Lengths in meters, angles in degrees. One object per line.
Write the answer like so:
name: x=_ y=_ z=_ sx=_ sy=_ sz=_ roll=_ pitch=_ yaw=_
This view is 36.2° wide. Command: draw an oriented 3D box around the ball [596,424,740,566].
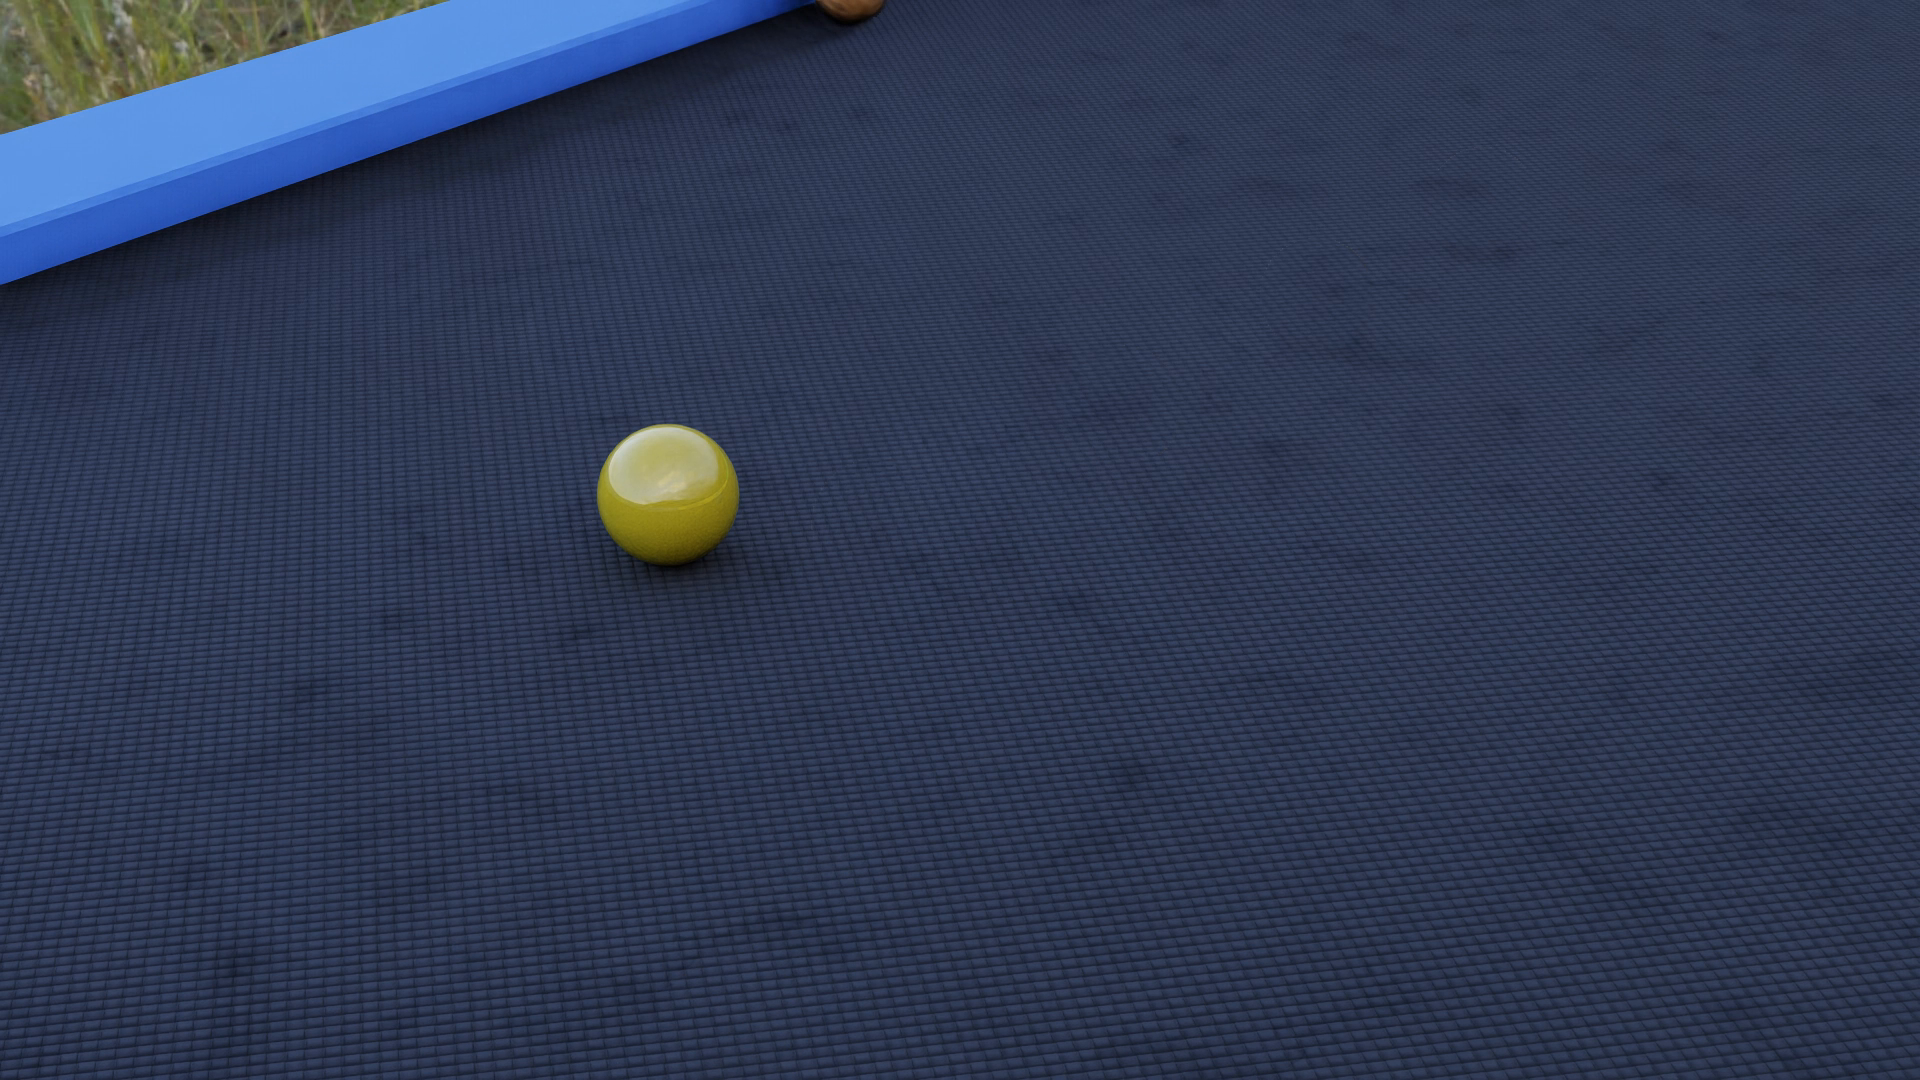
ball: x=-0.188 y=-0.029 z=1.892 sx=0.092 sy=0.092 sz=0.092 roll=0 pitch=25 yaw=0

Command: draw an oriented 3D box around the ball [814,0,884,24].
ball: x=-0.117 y=-0.591 z=3.128 sx=0.082 sy=0.082 sz=0.082 roll=0 pitch=25 yaw=0

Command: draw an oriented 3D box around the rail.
rail: x=-0.289 y=-0.548 z=2.988 sx=0.045 sy=0.119 sz=3.574 roll=16 pitch=29 yaw=31
